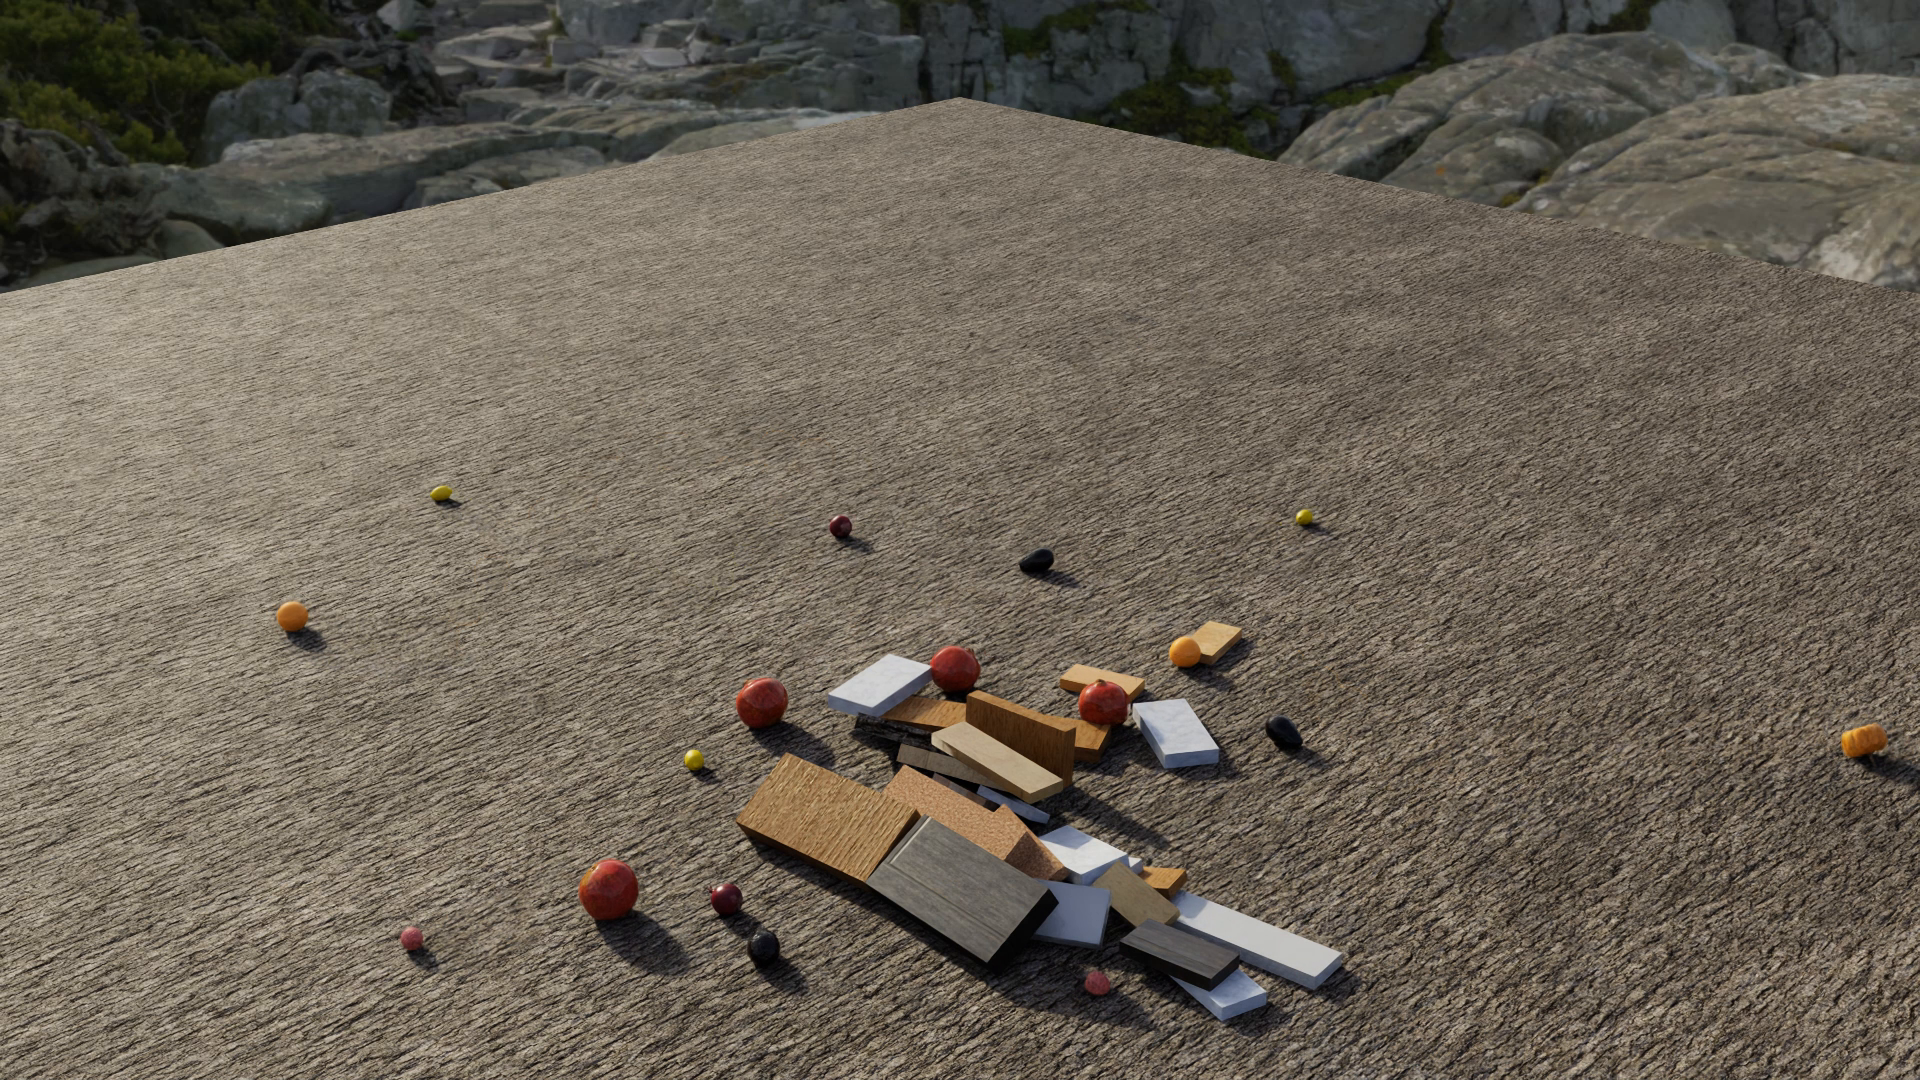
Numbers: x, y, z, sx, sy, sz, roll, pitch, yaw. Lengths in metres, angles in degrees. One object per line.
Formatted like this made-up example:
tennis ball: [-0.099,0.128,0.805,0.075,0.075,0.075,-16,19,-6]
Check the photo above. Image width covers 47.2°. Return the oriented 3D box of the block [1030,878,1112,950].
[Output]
block: [0.164,0.682,4.041,0.213,0.030,0.107,6,60,15]

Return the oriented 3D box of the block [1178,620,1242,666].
block: [0.588,0.241,5.162,0.085,0.024,0.171,13,26,28]

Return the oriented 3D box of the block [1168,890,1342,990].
block: [0.510,0.723,4.022,0.373,0.027,0.096,17,28,35]

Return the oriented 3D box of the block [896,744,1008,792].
block: [0.015,0.474,4.515,0.262,0.037,0.131,13,-6,27]

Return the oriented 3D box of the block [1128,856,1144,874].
block: [0.263,0.627,4.205,0.158,0.022,0.079,3,21,42]

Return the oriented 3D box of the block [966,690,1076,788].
block: [0.123,0.417,4.607,0.262,0.131,0.037,18,24,36]

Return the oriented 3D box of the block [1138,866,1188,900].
block: [0.342,0.647,4.161,0.158,0.022,0.079,-2,19,33]

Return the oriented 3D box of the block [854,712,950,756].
block: [-0.078,0.420,4.640,0.262,0.037,0.131,13,-6,28]

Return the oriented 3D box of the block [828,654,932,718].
block: [-0.175,0.325,4.866,0.119,0.034,0.238,14,27,30]

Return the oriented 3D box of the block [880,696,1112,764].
block: [0.052,0.404,4.766,0.537,0.034,0.119,7,24,16]

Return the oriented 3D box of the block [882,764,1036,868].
block: [-0.035,0.574,4.228,0.349,0.049,0.175,23,66,43]

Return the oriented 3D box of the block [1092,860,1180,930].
block: [0.323,0.669,4.069,0.079,0.022,0.158,-39,53,-20]

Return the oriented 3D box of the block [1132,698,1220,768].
block: [0.463,0.415,4.739,0.119,0.034,0.238,-5,23,-11]

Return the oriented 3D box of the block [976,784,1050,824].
block: [0.107,0.532,4.425,0.138,0.020,0.069,23,0,33]

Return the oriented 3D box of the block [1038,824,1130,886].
block: [0.221,0.606,4.213,0.107,0.030,0.213,-20,17,-26]

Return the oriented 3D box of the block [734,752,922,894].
block: [-0.256,0.550,4.292,0.349,0.049,0.175,18,62,37]

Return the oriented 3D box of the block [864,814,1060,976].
block: [0.000,0.650,4.055,0.349,0.049,0.175,25,66,44]

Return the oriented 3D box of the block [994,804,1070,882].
block: [0.106,0.601,4.174,0.107,0.030,0.213,-41,42,-7]

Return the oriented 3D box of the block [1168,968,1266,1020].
block: [0.446,0.777,3.894,0.096,0.027,0.192,-13,26,-27]

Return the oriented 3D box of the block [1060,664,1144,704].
block: [0.322,0.324,4.965,0.171,0.024,0.086,12,26,26]

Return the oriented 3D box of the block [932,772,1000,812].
block: [0.014,0.513,4.459,0.138,0.020,0.069,24,1,35]

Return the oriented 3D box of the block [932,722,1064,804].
block: [0.072,0.445,4.422,0.085,0.024,0.313,-18,29,-35]

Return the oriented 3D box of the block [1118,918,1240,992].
block: [0.390,0.738,3.917,0.192,0.027,0.096,17,28,34]
